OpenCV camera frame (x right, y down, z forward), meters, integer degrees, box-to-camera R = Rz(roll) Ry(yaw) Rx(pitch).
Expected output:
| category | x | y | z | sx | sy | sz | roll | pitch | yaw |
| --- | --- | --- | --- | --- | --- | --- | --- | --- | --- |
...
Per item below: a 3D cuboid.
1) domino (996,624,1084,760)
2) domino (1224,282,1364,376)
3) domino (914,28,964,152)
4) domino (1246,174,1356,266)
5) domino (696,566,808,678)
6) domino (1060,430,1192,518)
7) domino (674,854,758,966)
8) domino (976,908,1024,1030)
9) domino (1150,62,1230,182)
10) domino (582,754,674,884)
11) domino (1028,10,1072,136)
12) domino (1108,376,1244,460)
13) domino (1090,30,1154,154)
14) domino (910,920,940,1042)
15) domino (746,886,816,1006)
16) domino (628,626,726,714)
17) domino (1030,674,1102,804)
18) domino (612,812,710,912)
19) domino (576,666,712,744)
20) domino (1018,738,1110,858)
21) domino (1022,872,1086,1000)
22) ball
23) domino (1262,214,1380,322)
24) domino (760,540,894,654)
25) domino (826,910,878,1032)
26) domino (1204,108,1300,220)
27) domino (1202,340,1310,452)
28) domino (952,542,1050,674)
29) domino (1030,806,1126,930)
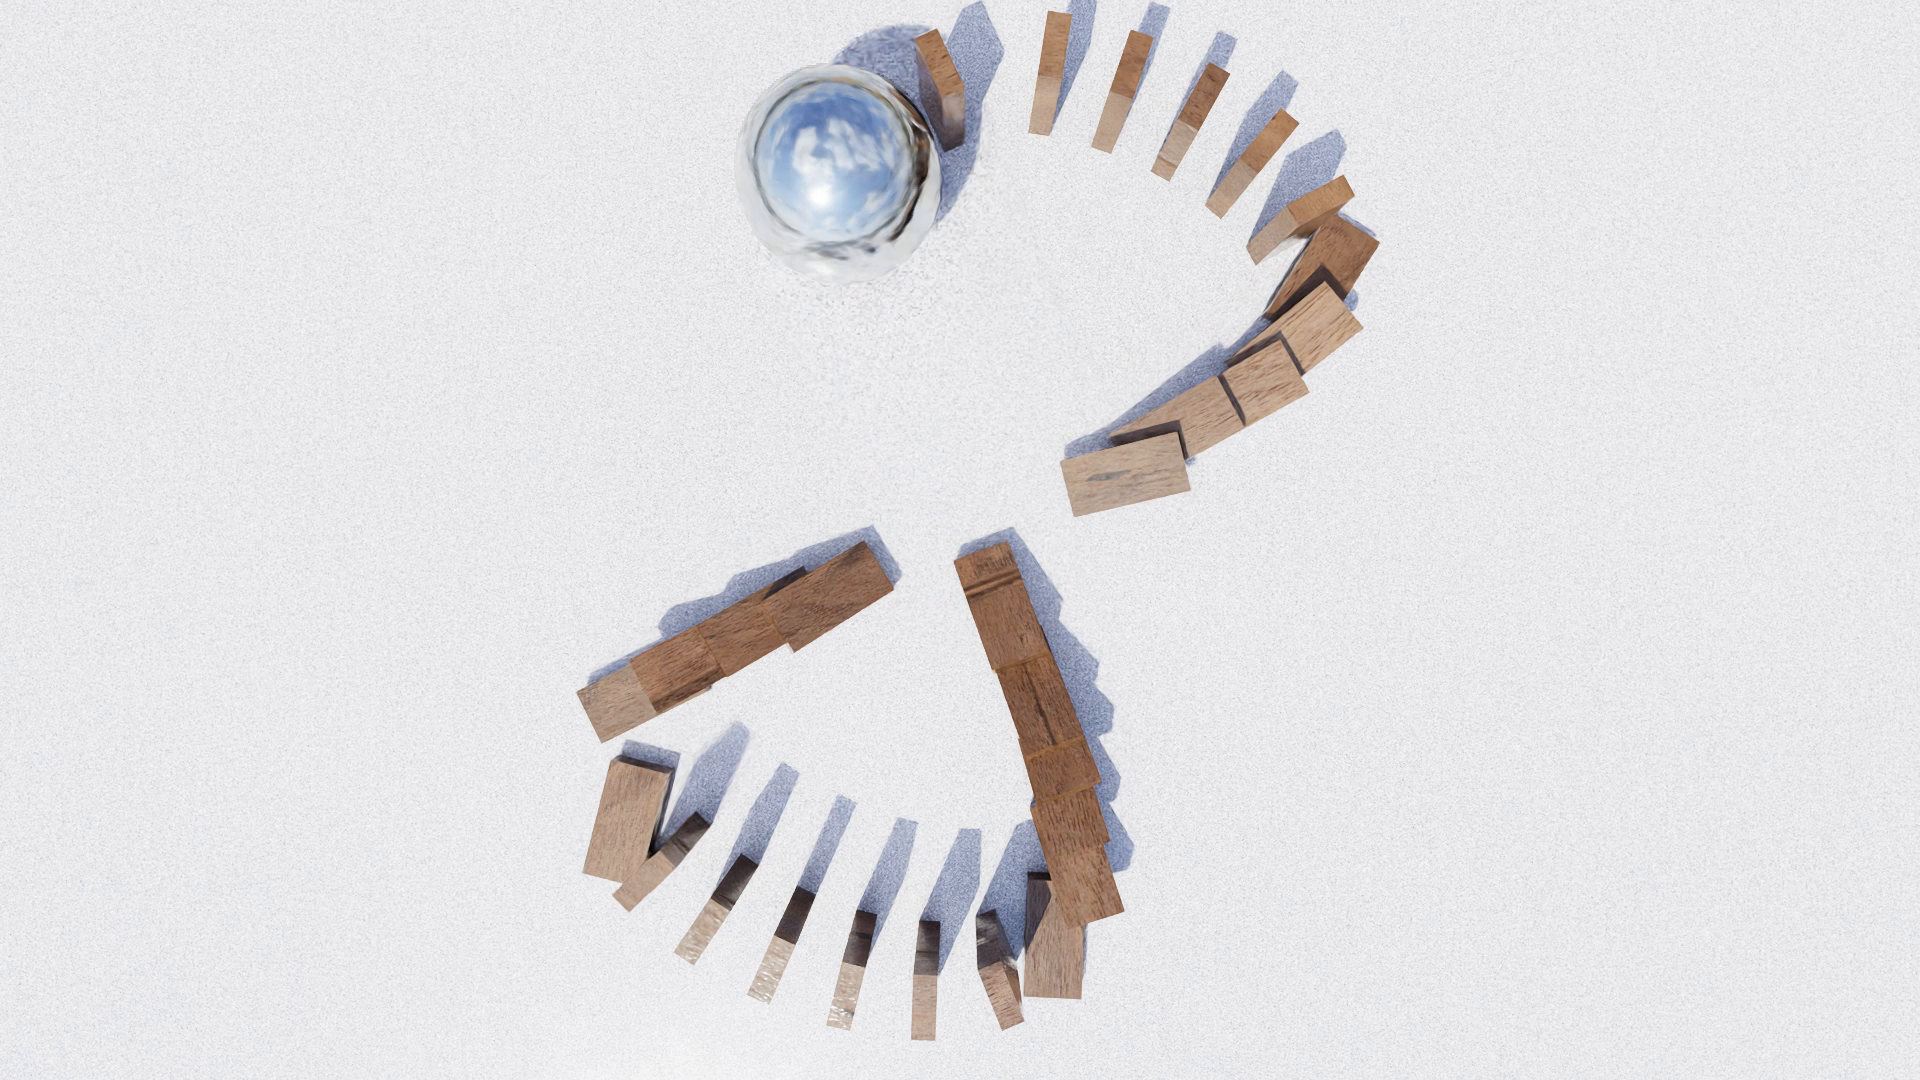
| category | x | y | z | sx | sy | sz | roll | pitch | yaw |
| --- | --- | --- | --- | --- | --- | --- | --- | --- | --- |
| domino | 0.031 | 0.063 | 0.384 | 0.025 | 0.009 | 0.050 | -20 | 65 | 0 |
| domino | 0.140 | -0.082 | 0.387 | 0.050 | 0.009 | 0.025 | -40 | 90 | 19 |
| domino | -0.008 | -0.182 | 0.375 | 0.010 | 0.050 | 0.025 | -25 | 90 | 0 |
| domino | 0.138 | -0.130 | 0.375 | 0.025 | 0.050 | 0.009 | -28 | 90 | 0 |
| domino | -0.082 | 0.034 | 0.388 | 0.050 | 0.010 | 0.025 | -30 | 90 | -19 |
| domino | 0.070 | -0.028 | 0.387 | 0.050 | 0.010 | 0.025 | -13 | 95 | 18 |
| domino | -0.099 | 0.150 | 0.375 | 0.010 | 0.050 | 0.025 | 34 | 90 | 0 |
| domino | 0.016 | 0.174 | 0.375 | 0.010 | 0.050 | 0.025 | -22 | 90 | 0 |
| domino | 0.093 | -0.170 | 0.375 | 0.009 | 0.050 | 0.025 | 29 | 90 | 0 |
| domino | -0.143 | 0.121 | 0.395 | 0.025 | 0.009 | 0.050 | 14 | 90 | 0 |
| domino | 0.036 | -0.189 | 0.375 | 0.009 | 0.050 | 0.025 | 9 | 90 | 0 |
| domino | 0.091 | -0.046 | 0.388 | 0.050 | 0.010 | 0.025 | -29 | 90 | 19 |
| domino | 0.066 | -0.182 | 0.375 | 0.010 | 0.050 | 0.025 | 19 | 90 | 0 |
| domino | -0.014 | 0.179 | 0.375 | 0.009 | 0.050 | 0.025 | 2 | 90 | 0 |
| domino | -0.072 | 0.164 | 0.375 | 0.009 | 0.050 | 0.025 | 24 | 90 | 0 |
| domino | -0.110 | 0.050 | 0.387 | 0.050 | 0.010 | 0.025 | -28 | 91 | -19 |
| domino | 0.038 | 0.082 | 0.385 | 0.025 | 0.009 | 0.050 | -20 | 65 | 0 |
| domino | -0.121 | 0.130 | 0.375 | 0.025 | 0.050 | 0.009 | -43 | 91 | 0 |
| domino | -0.136 | 0.065 | 0.395 | 0.050 | 0.009 | 0.025 | -26 | 90 | 0 |
| domino | 0.044 | 0.105 | 0.387 | 0.025 | 0.010 | 0.050 | -16 | 71 | 0 |
| domino | 0.041 | 0.170 | 0.395 | 0.025 | 0.010 | 0.050 | 3 | 90 | 0 |
| ball | -0.047 | -0.142 | 0.360 | 0.080 | 0.080 | 0.080 | 0 | 90 | 0 |
| domino | 0.155 | -0.112 | 0.395 | 0.025 | 0.009 | 0.050 | 32 | 90 | 0 |
| domino | -0.056 | 0.024 | 0.387 | 0.050 | 0.009 | 0.025 | -32 | 91 | -19 |
| domino | -0.044 | 0.174 | 0.375 | 0.009 | 0.050 | 0.025 | 14 | 90 | 0 |
| domino | 0.118 | -0.153 | 0.375 | 0.010 | 0.050 | 0.025 | 40 | 90 | 0 |
| domino | 0.118 | -0.060 | 0.387 | 0.050 | 0.009 | 0.025 | -30 | 90 | 19 |
| domino | 0.017 | 0.028 | 0.388 | 0.025 | 0.009 | 0.050 | -20 | 72 | 0 |
| domino | 0.049 | 0.135 | 0.388 | 0.025 | 0.009 | 0.050 | -17 | 72 | 0 |
